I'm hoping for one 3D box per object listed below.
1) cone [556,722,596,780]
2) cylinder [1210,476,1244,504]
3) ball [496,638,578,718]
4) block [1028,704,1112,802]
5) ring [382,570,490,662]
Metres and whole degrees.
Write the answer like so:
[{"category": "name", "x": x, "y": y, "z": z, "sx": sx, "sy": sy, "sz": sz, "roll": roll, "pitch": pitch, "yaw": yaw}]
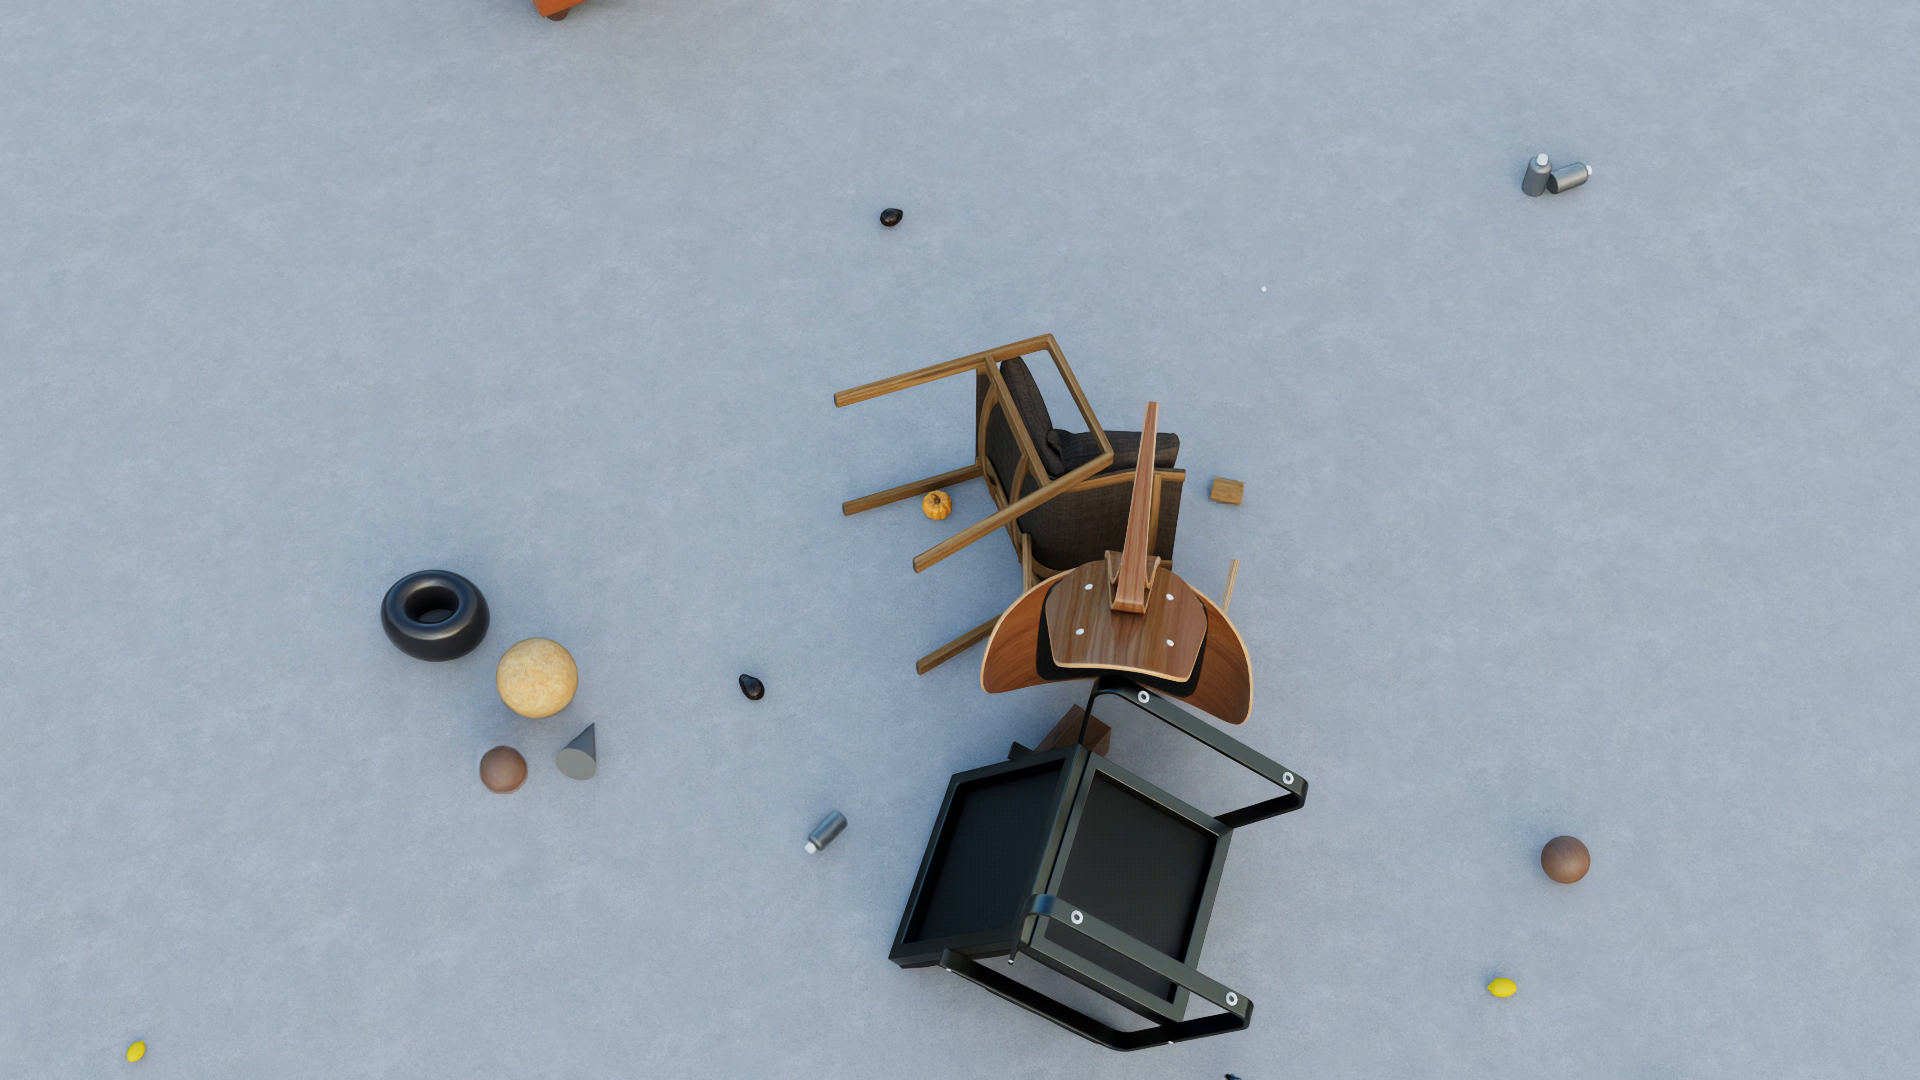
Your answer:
[{"category": "cone", "x": -1.050, "y": 0.568, "z": 6.159, "sx": 0.116, "sy": 0.119, "sz": 0.177, "roll": -30, "pitch": 26, "yaw": 29}, {"category": "cylinder", "x": 0.809, "y": -0.149, "z": 6.648, "sx": 0.093, "sy": 0.043, "sz": 0.082, "roll": 11, "pitch": 56, "yaw": 7}, {"category": "ball", "x": -1.187, "y": 0.388, "z": 6.176, "sx": 0.228, "sy": 0.228, "sz": 0.228, "roll": 0, "pitch": 56, "yaw": 0}, {"category": "block", "x": 0.304, "y": 0.591, "z": 6.094, "sx": 0.124, "sy": 0.138, "sz": 0.206, "roll": 33, "pitch": 62, "yaw": 20}, {"category": "ring", "x": -1.510, "y": 0.217, "z": 6.329, "sx": 0.311, "sy": 0.169, "sz": 0.265, "roll": 6, "pitch": 58, "yaw": 2}]
